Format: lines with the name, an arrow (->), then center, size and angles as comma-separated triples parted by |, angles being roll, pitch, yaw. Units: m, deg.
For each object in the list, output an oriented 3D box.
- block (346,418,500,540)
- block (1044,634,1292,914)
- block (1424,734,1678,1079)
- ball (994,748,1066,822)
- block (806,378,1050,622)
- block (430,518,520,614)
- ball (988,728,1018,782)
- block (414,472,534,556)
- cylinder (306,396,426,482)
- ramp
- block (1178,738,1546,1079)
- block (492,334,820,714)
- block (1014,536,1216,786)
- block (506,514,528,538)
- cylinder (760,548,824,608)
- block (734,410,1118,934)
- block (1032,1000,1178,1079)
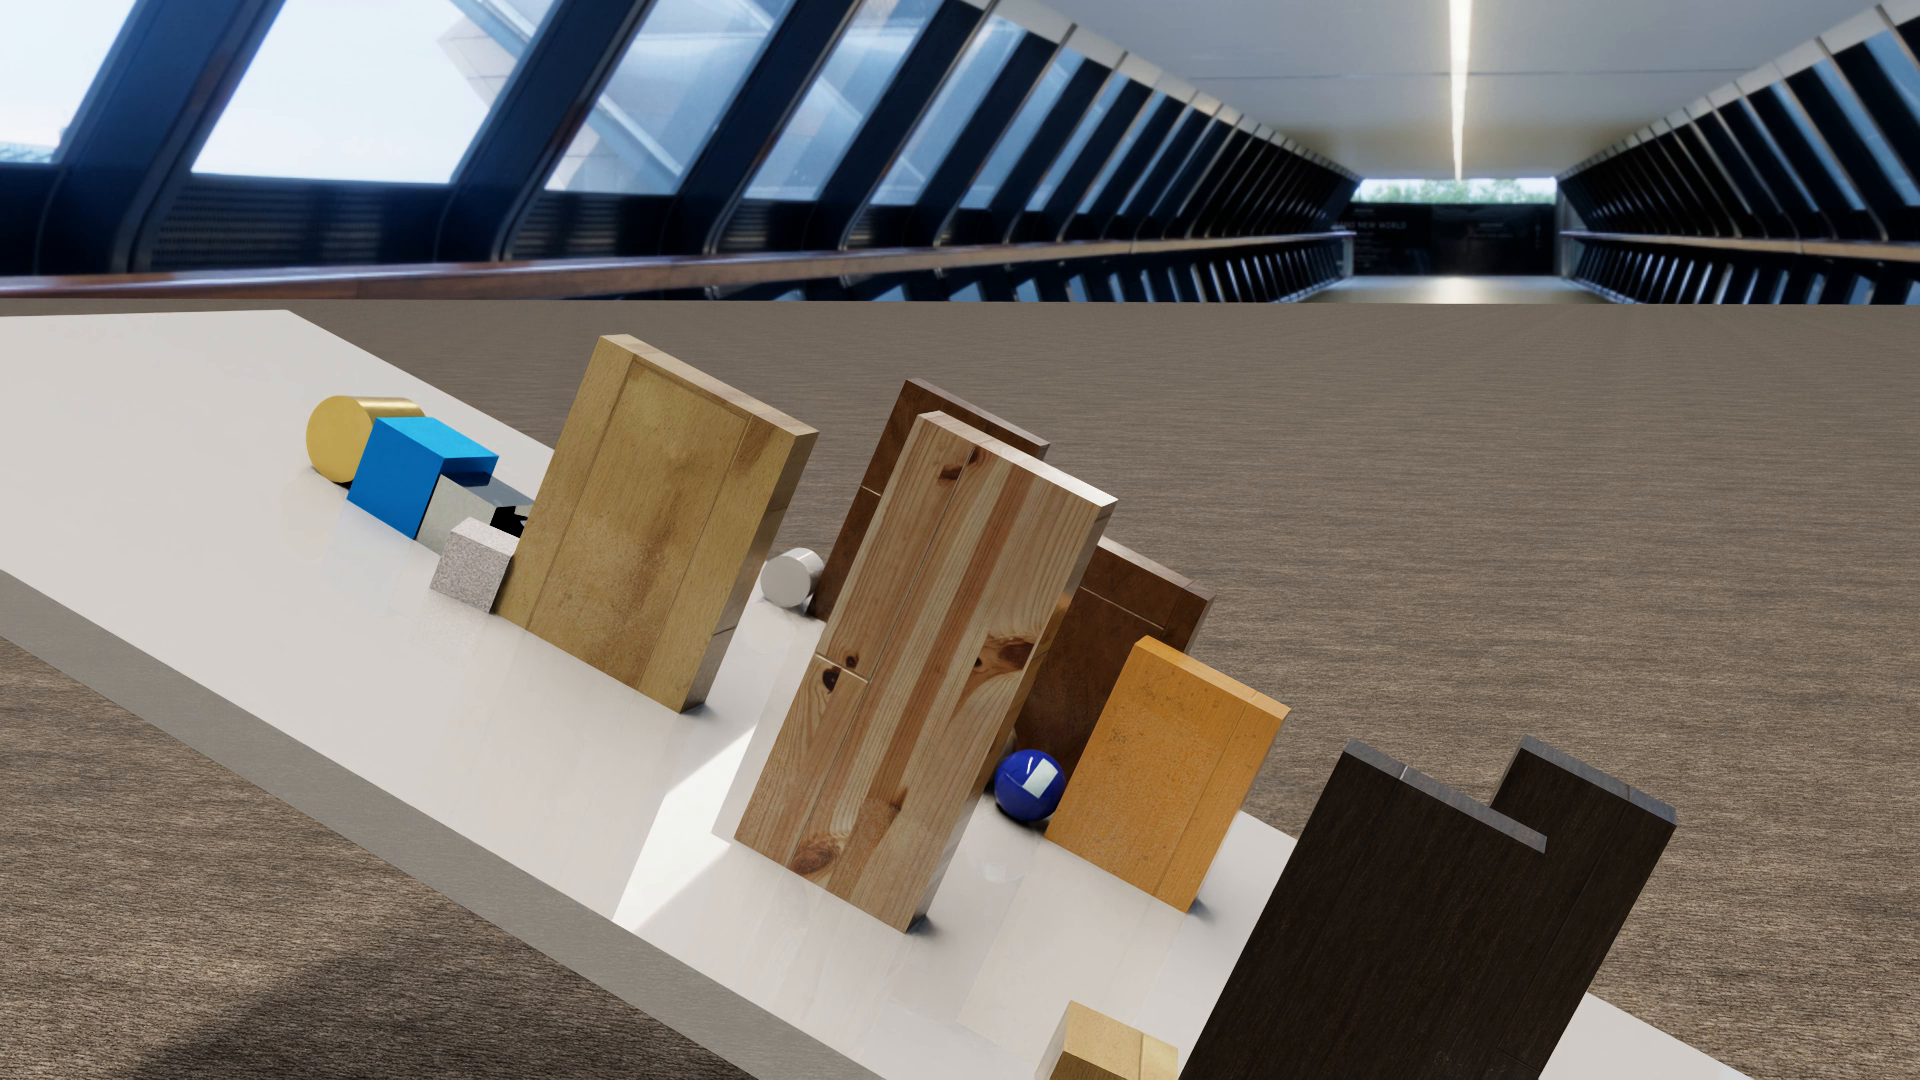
block -> -1.086, -0.127, 4.450 | 0.181, 0.181, 0.181 | 29, 14, 20
block -> 0.399, 0.450, 4.247 | 0.312, 0.428, 0.113 | 27, 14, 12
block -> 0.859, 0.687, 3.518 | 0.258, 0.707, 0.114 | 27, 14, 12
ball -> 0.137, 0.480, 4.304 | 0.142, 0.142, 0.142 | 0, 7, 0
block -> -0.075, -0.025, 4.929 | 0.338, 0.584, 0.087 | 27, 14, 12
block -> -0.918, 0.047, 4.196 | 0.122, 0.122, 0.122 | 24, 13, -2
ball -> 0.039, 0.407, 4.387 | 0.154, 0.154, 0.154 | 0, 7, 0
block -> -0.962, -0.036, 4.387 | 0.147, 0.147, 0.147 | 29, 14, 20
cylinder -> -1.221, -0.209, 4.544 | 0.178, 0.178, 0.178 | 3, 4, 25
ramp -> -0.272, 0.466, 4.175 | 4.000, 0.100, 2.000 | 27, 14, 12
block -> 0.517, 0.656, 3.055 | 0.292, 0.703, 0.091 | 27, 14, 12
block -> -0.574, -0.033, 4.117 | 0.424, 0.574, 0.118 | 27, 14, 12
block -> 0.243, 0.272, 4.443 | 0.347, 0.531, 0.104 | 27, 14, 12
block -> -0.825, 0.045, 4.348 | 0.129, 0.129, 0.129 | 14, 16, -36
cylinder -> -0.378, 0.085, 4.992 | 0.118, 0.118, 0.118 | 2, 9, 13
block -> -0.062, 0.216, 3.587 | 0.330, 0.781, 0.115 | 27, 14, 12
block -> 0.195, 0.794, 3.121 | 0.171, 0.171, 0.171 | 24, 13, 1
